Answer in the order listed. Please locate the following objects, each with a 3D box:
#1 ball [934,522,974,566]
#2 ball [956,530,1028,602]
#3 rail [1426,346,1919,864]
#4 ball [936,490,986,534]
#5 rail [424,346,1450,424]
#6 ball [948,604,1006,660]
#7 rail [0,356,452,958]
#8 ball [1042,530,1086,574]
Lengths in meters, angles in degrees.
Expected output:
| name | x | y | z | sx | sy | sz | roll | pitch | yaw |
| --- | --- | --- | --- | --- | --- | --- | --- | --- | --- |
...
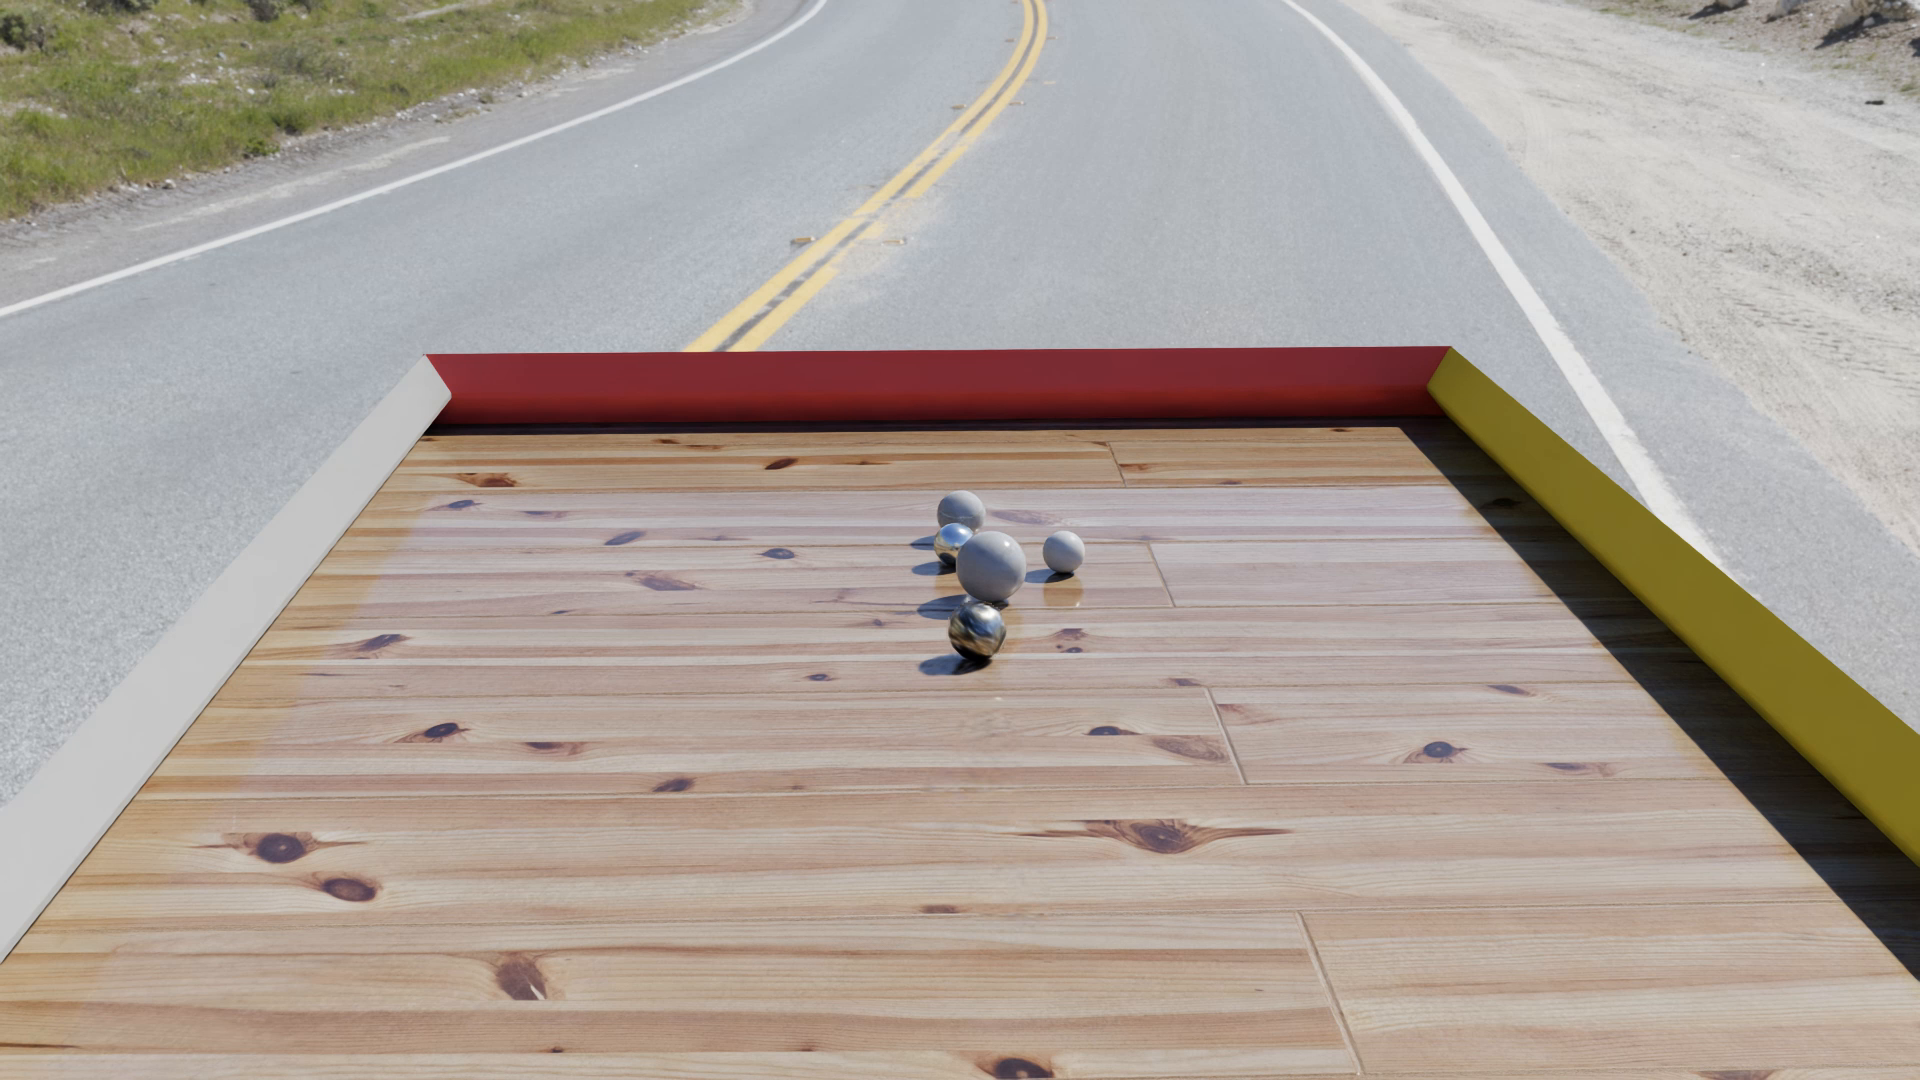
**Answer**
| name | x | y | z | sx | sy | sz | roll | pitch | yaw |
| --- | --- | --- | --- | --- | --- | --- | --- | --- | --- |
| ball | -0.006 | 0.005 | 2.609 | 0.051 | 0.051 | 0.051 | 0 | 17 | 0 |
| ball | 0.035 | 0.030 | 2.477 | 0.081 | 0.081 | 0.081 | 0 | 17 | 0 |
| rail | 0.769 | 0.181 | 1.938 | 0.045 | 0.105 | 2.891 | -1 | 17 | -2 |
| ball | 0.001 | -0.031 | 2.710 | 0.061 | 0.061 | 0.061 | 0 | 17 | 0 |
| rail | -0.026 | -0.226 | 3.270 | 1.533 | 0.105 | 0.045 | -1 | 17 | -2 |
| ball | 0.018 | 0.096 | 2.295 | 0.060 | 0.060 | 0.060 | 0 | 17 | 0 |
| rail | -0.715 | 0.197 | 1.885 | 0.045 | 0.105 | 2.891 | -1 | 17 | -2 |
| ball | 0.122 | 0.014 | 2.581 | 0.050 | 0.050 | 0.050 | 0 | 17 | 0 |
